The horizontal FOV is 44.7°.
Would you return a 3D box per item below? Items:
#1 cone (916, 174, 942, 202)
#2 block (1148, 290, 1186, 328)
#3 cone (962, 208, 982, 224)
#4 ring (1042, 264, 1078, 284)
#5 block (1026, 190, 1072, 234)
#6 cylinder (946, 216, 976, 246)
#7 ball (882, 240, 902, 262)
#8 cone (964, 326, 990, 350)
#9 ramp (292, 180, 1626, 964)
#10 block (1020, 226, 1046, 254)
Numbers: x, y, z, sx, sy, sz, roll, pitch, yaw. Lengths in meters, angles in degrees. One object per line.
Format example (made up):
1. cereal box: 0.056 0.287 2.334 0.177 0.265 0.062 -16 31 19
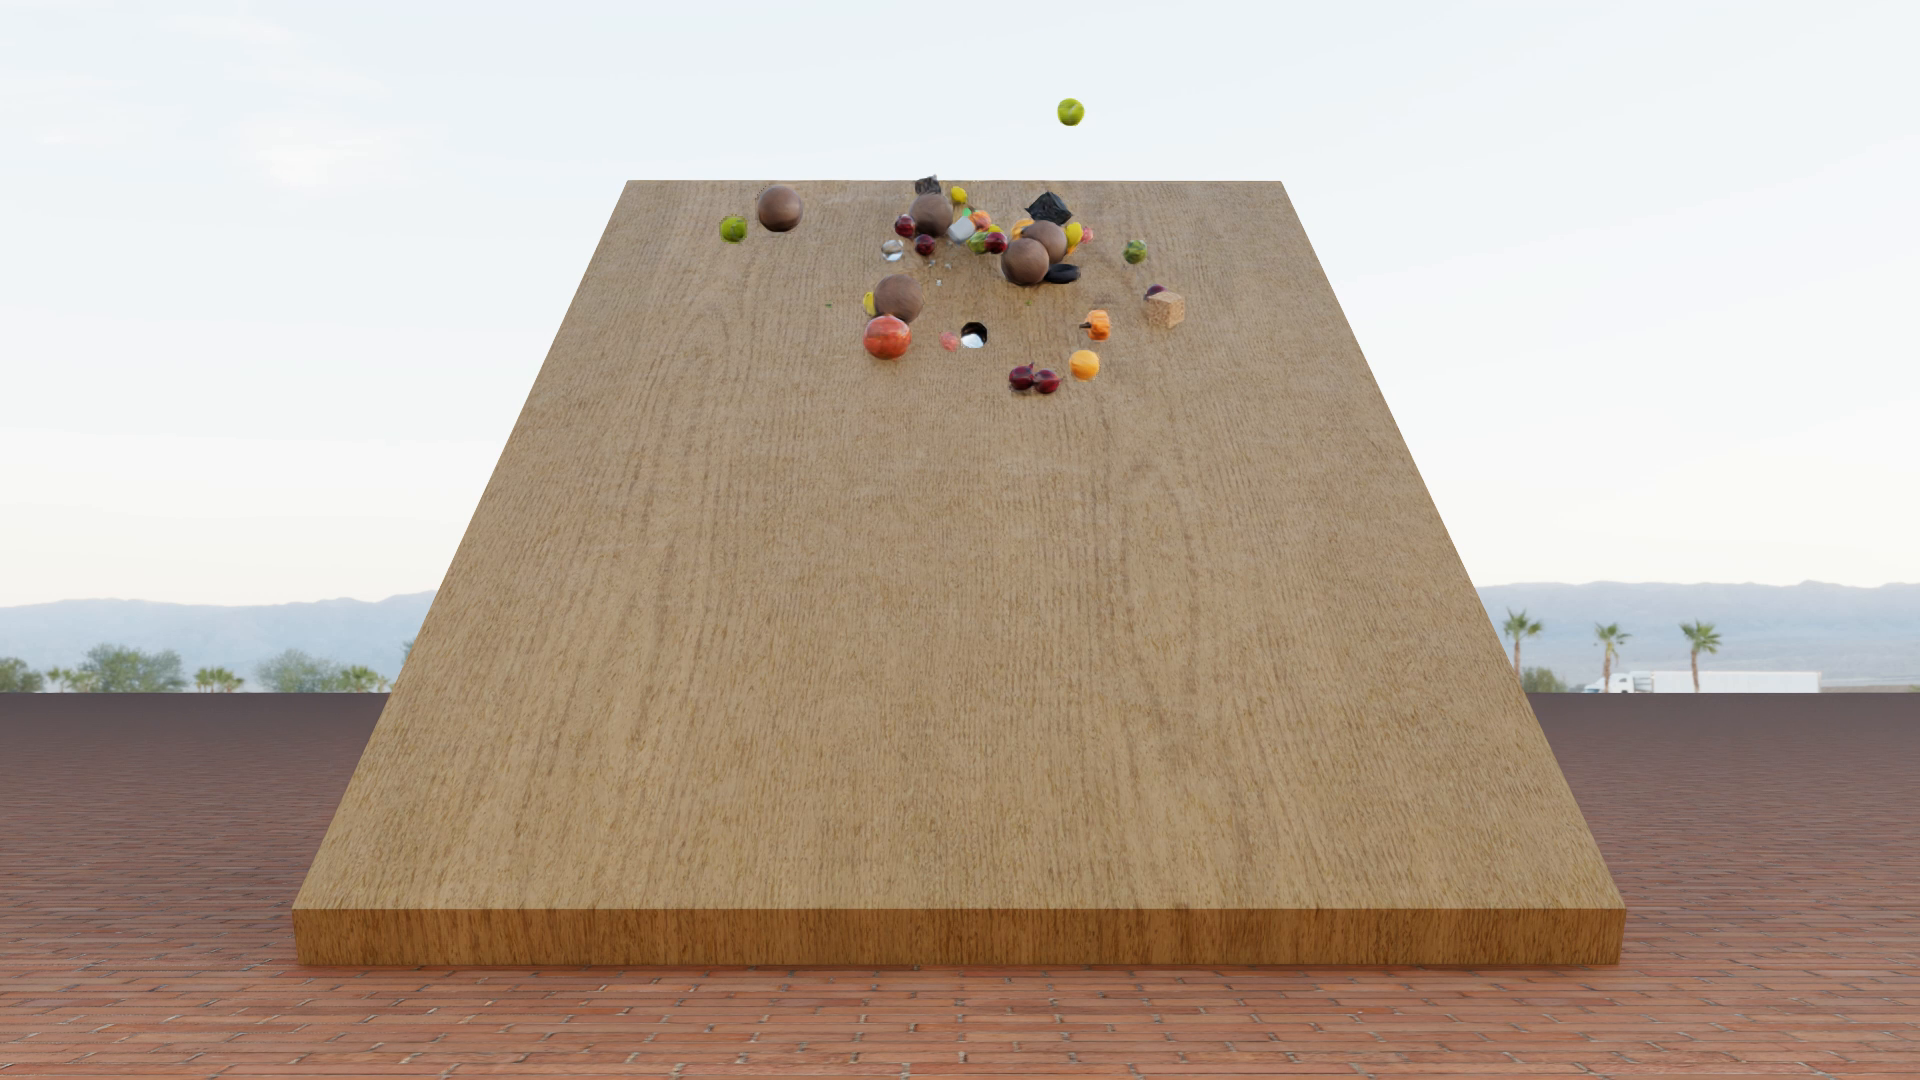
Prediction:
1. cone: -0.082 -1.062 6.916 0.082 0.082 0.082 12 -45 12
2. block: 0.524 -0.586 5.922 0.067 0.067 0.067 18 30 34
3. cone: 0.029 -0.914 6.689 0.055 0.055 0.055 1 -23 -11
4. ring: 0.267 -0.713 6.241 0.100 0.033 0.100 0 25 0
5. block: 0.251 -0.919 6.542 0.079 0.079 0.079 -40 -14 18
6. cylinder: 0.004 -0.845 6.375 0.057 0.057 0.057 -40 8 -15
7. ball: -0.186 -0.791 6.382 0.056 0.056 0.056 0 -4 0
8. cone: 0.038 -0.509 5.761 0.067 0.067 0.067 1 28 -8
9. ramp: -0.008 -0.229 5.334 2.000 0.100 4.000 0 24 0
10. block: 0.202 -0.832 6.467 0.064 0.064 0.064 -2 25 -5
